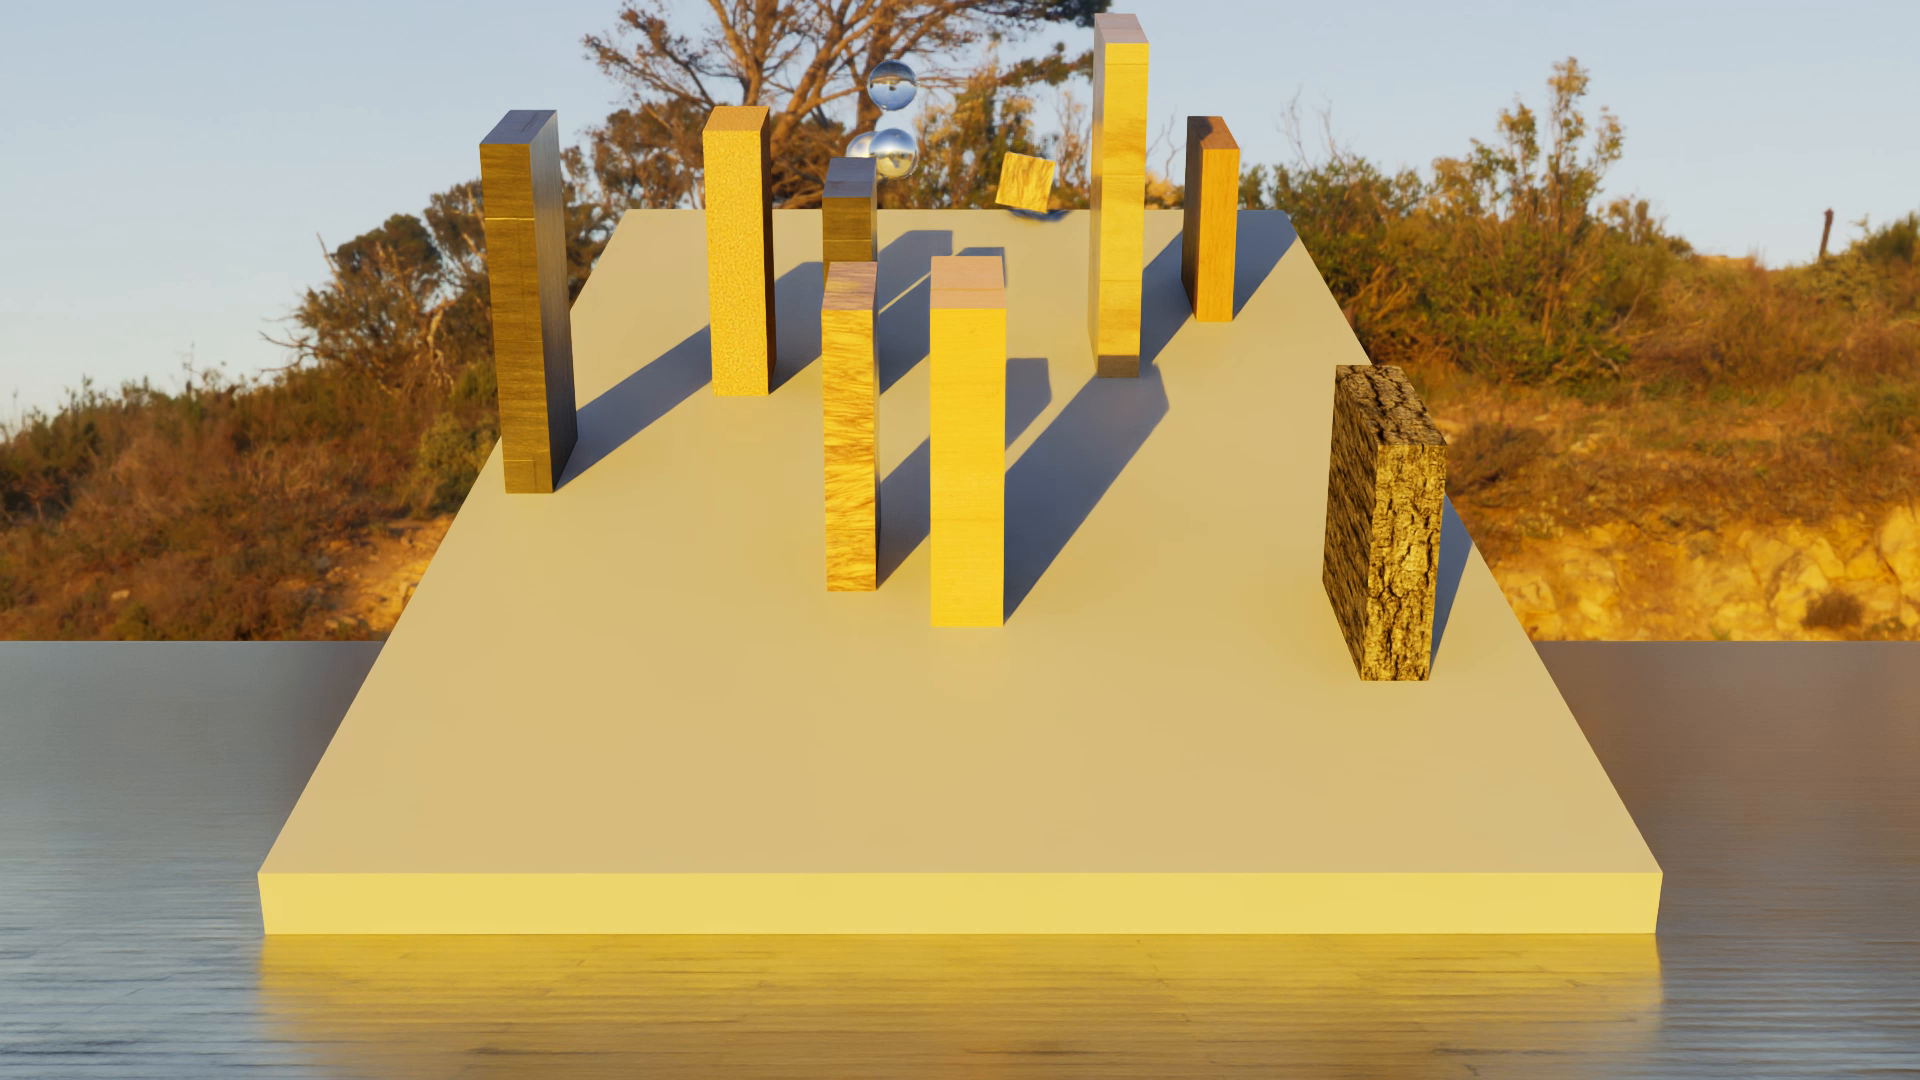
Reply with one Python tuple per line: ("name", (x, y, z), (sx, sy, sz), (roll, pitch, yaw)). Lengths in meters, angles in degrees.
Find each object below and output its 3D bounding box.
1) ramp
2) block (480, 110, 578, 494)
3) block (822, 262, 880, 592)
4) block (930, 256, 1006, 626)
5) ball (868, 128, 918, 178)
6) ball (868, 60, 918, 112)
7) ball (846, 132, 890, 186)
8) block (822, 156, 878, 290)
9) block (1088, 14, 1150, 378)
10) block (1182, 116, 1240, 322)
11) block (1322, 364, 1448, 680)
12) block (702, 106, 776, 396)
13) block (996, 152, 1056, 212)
("ramp", (-0.006, -0.219, 5.139), (2.000, 0.100, 4.000), (0, 22, 0))
("block", (-0.881, -0.492, 4.711), (0.096, 0.720, 0.339), (0, 22, 0))
("block", (-0.200, -0.215, 4.270), (0.089, 0.535, 0.331), (0, 22, 0))
("block", (0.012, -0.181, 4.120), (0.127, 0.584, 0.345), (0, 22, 0))
("ball", (-0.198, -1.147, 6.797), (0.150, 0.150, 0.150), (0, -2, 0))
("ball", (-0.200, -1.347, 6.791), (0.149, 0.149, 0.149), (0, -2, 0))
("ball", (-0.266, -1.153, 6.938), (0.164, 0.164, 0.164), (0, -2, 0))
("block", (-0.253, -0.614, 5.352), (0.108, 0.475, 0.417), (0, 22, 0))
("block", (0.373, -0.826, 5.469), (0.097, 0.784, 0.425), (0, 22, 0))
("block", (0.649, -0.841, 5.967), (0.091, 0.444, 0.418), (0, 22, 0))
("block", (0.731, -0.038, 3.985), (0.113, 0.420, 0.434), (0, 22, 0))
("block", (-0.506, -0.670, 5.303), (0.126, 0.614, 0.282), (0, 22, 0))
("block", (0.194, -1.054, 6.742), (0.148, 0.148, 0.148), (11, 11, 1))
